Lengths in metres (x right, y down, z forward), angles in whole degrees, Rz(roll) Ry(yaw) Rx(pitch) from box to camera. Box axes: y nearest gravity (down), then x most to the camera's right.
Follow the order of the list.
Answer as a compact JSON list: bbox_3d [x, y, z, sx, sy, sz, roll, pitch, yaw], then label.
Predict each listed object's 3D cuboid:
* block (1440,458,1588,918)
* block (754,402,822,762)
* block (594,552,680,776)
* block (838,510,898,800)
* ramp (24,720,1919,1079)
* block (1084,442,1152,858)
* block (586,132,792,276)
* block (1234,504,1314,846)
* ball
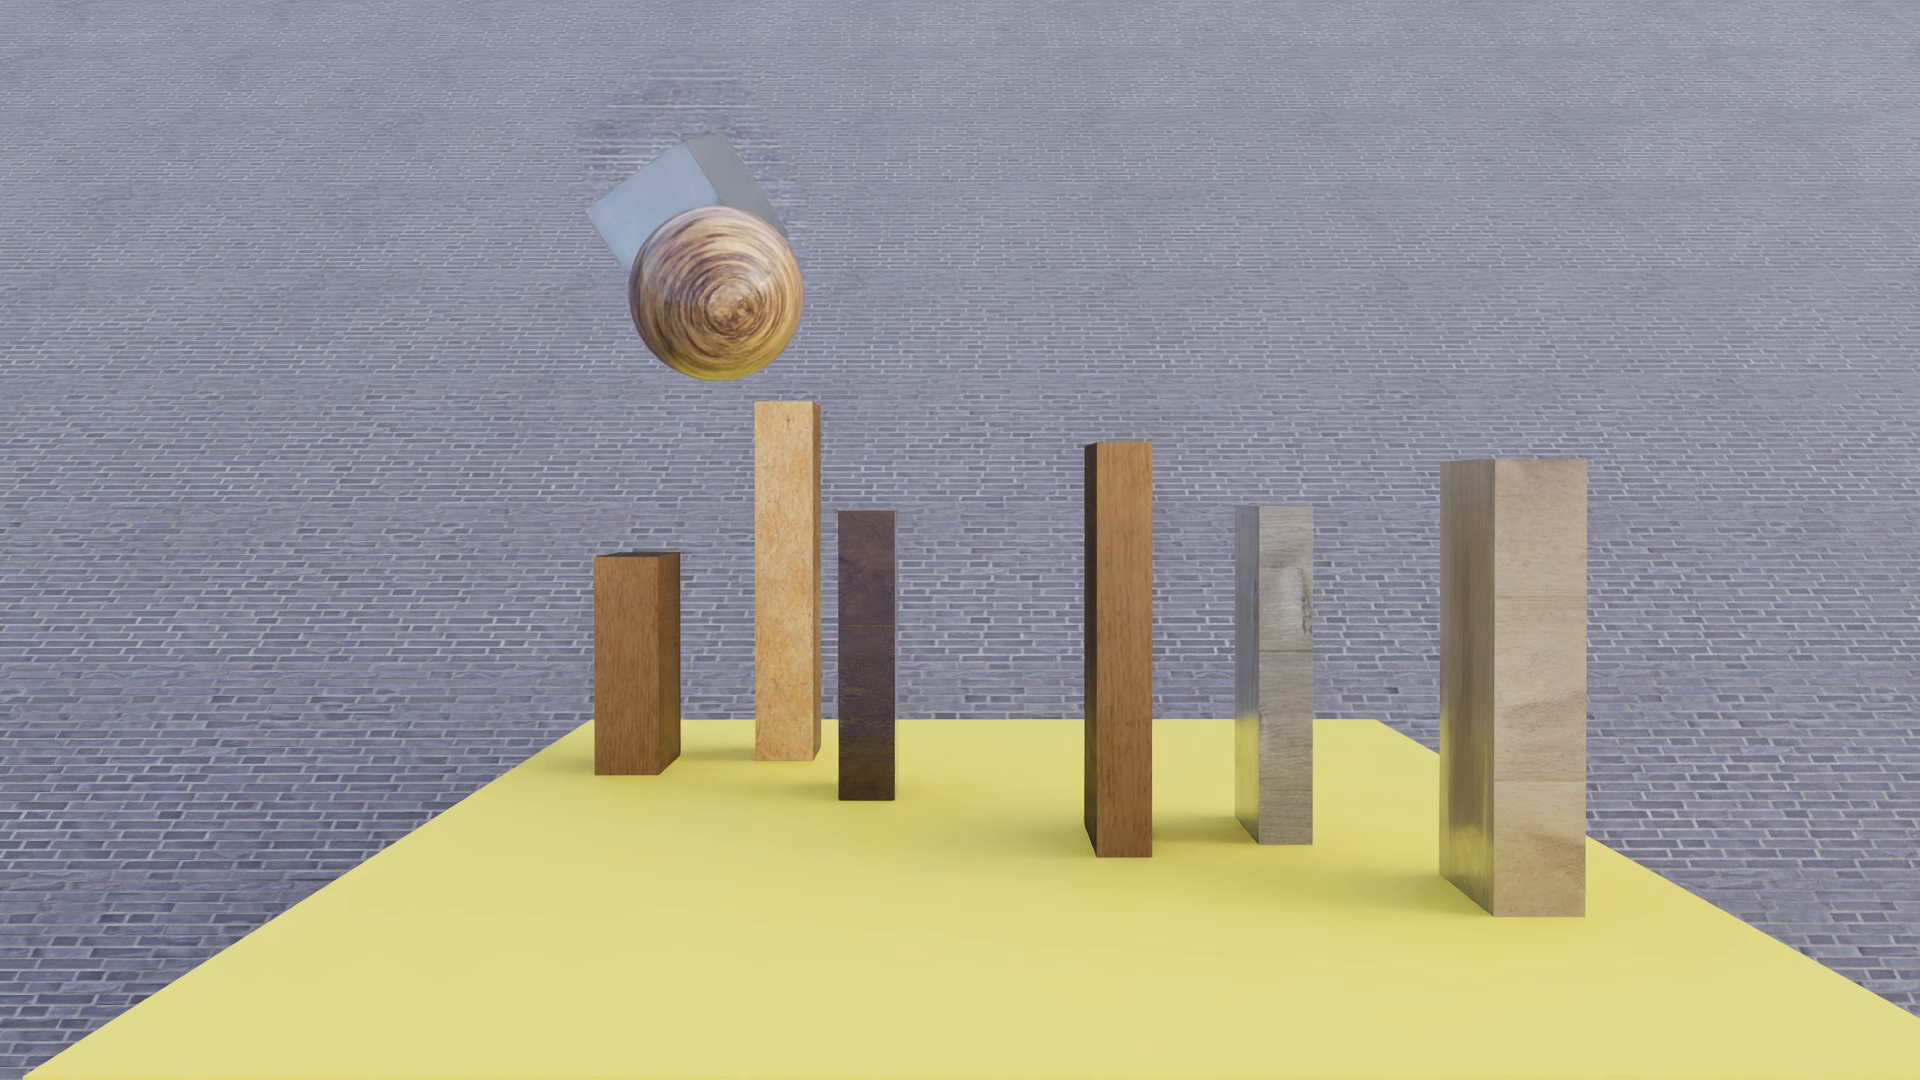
[{"bbox_3d":[0.794,0.199,3.731,0.126,0.628,0.400,0,1,0],"label":"block"},{"bbox_3d":[-0.380,0.087,5.728,0.125,0.776,0.327,0,1,0],"label":"block"},{"bbox_3d":[-0.685,0.255,5.504,0.132,0.449,0.417,0,1,0],"label":"block"},{"bbox_3d":[-0.176,0.215,5.009,0.107,0.547,0.294,0,1,0],"label":"block"},{"bbox_3d":[0.061,0.547,4.583,2.000,0.100,4.000,0,1,0],"label":"ramp"},{"bbox_3d":[0.262,0.171,4.306,0.088,0.661,0.403,0,1,0],"label":"block"},{"bbox_3d":[-0.286,-0.335,2.729,0.131,0.131,0.131,-33,2,18],"label":"block"},{"bbox_3d":[0.537,0.220,4.436,0.089,0.559,0.371,0,1,0],"label":"block"},{"bbox_3d":[-0.238,-0.241,2.518,0.171,0.171,0.171,0,27,0],"label":"ball"}]
